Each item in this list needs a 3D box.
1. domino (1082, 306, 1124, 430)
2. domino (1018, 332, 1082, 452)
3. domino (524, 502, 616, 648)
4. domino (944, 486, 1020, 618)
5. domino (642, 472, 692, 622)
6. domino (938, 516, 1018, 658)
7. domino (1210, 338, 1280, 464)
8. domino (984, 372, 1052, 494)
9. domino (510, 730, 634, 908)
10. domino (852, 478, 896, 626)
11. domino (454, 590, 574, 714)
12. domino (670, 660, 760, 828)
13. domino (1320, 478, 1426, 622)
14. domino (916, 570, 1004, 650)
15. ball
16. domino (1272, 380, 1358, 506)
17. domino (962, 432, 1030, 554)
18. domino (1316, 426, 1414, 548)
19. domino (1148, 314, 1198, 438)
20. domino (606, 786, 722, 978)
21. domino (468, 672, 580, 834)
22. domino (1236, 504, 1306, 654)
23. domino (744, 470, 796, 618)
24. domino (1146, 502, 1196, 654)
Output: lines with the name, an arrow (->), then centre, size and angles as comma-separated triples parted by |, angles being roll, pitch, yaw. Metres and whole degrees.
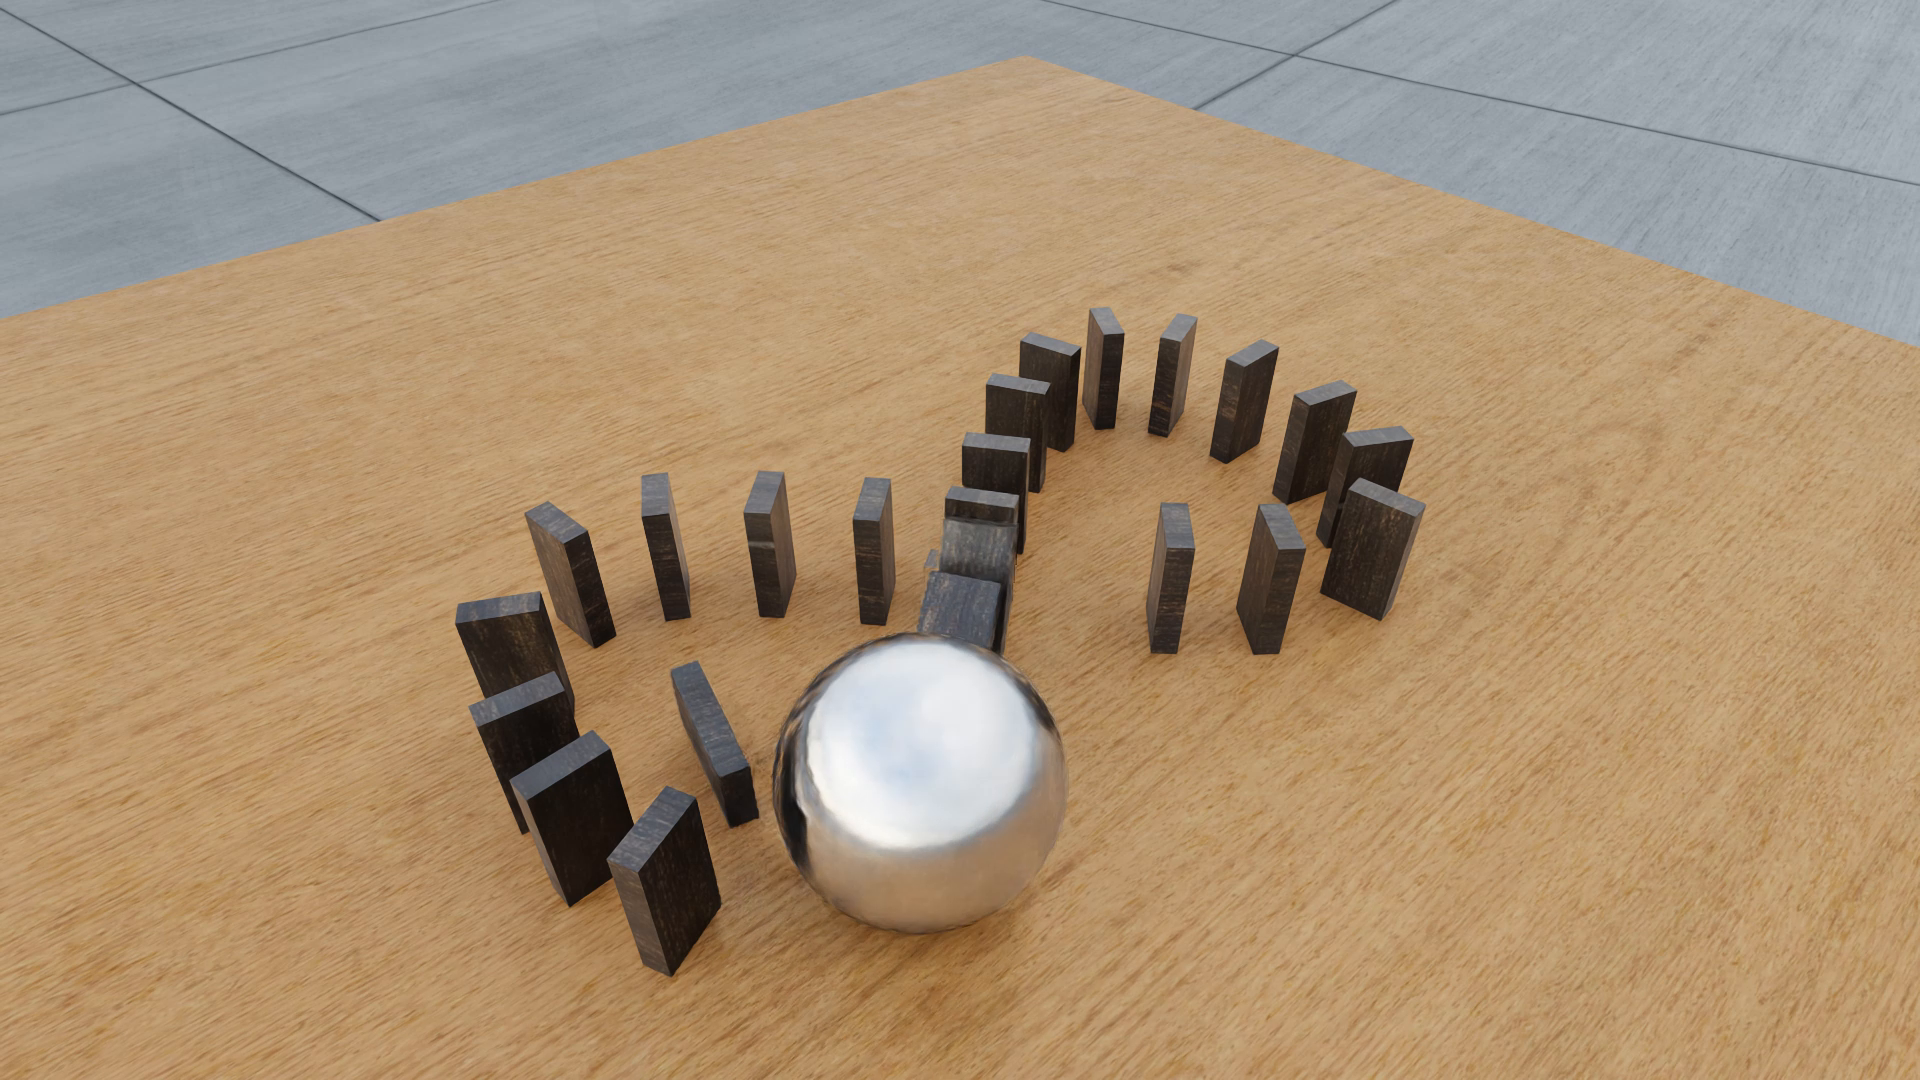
domino -> 0.066, -0.079, 0.508 | 0.009, 0.050, 0.025 | -6, 40, -7
domino -> 0.039, -0.066, 0.492 | 0.025, 0.050, 0.009 | 22, 44, 25
domino -> -0.140, 0.013, 0.396 | 0.025, 0.050, 0.010 | 30, 48, 31
domino -> 0.007, 0.006, 0.403 | 0.025, 0.050, 0.010 | 9, 32, 11
domino -> -0.109, 0.003, 0.408 | 0.010, 0.050, 0.025 | -8, 40, -10
domino -> 0.005, 0.018, 0.390 | 0.025, 0.050, 0.009 | 8, 13, 10
domino -> 0.125, -0.061, 0.486 | 0.025, 0.050, 0.010 | -30, 48, -32
domino -> 0.024, -0.045, 0.466 | 0.025, 0.050, 0.009 | 12, 41, 15
domino -> -0.108, 0.080, 0.314 | 0.025, 0.050, 0.009 | -32, 49, -33
domino -> -0.031, 0.005, 0.406 | 0.009, 0.050, 0.025 | 4, 39, 5
domino -> -0.145, 0.040, 0.362 | 0.025, 0.050, 0.009 | -9, 40, -11
domino -> -0.079, 0.065, 0.352 | 0.009, 0.025, 0.050 | -19, 43, -22
domino -> 0.152, 0.004, 0.407 | 0.025, 0.050, 0.010 | 28, 47, 30
domino -> -0.003, 0.038, 0.375 | 0.025, 0.009, 0.050 | 10, 78, 12
ball -> -0.011, 0.065, 0.300 | 0.080, 0.080, 0.080 | 0, 39, 0
domino -> 0.148, -0.040, 0.461 | 0.025, 0.050, 0.010 | -18, 43, -21
domino -> 0.014, -0.018, 0.433 | 0.025, 0.050, 0.010 | 7, 40, 8
domino -> 0.160, -0.020, 0.436 | 0.025, 0.050, 0.009 | -8, 40, -9
domino -> 0.097, -0.075, 0.503 | 0.010, 0.050, 0.025 | 17, 42, 20
domino -> -0.079, 0.093, 0.298 | 0.010, 0.050, 0.025 | 16, 42, 18
domino -> -0.128, 0.065, 0.332 | 0.025, 0.050, 0.010 | -23, 45, -26
domino -> 0.111, 0.014, 0.394 | 0.009, 0.050, 0.025 | -2, 39, -3
domino -> -0.070, 0.002, 0.409 | 0.009, 0.050, 0.025 | 3, 39, 3
domino -> 0.075, 0.014, 0.394 | 0.009, 0.050, 0.025 | 2, 39, 2
